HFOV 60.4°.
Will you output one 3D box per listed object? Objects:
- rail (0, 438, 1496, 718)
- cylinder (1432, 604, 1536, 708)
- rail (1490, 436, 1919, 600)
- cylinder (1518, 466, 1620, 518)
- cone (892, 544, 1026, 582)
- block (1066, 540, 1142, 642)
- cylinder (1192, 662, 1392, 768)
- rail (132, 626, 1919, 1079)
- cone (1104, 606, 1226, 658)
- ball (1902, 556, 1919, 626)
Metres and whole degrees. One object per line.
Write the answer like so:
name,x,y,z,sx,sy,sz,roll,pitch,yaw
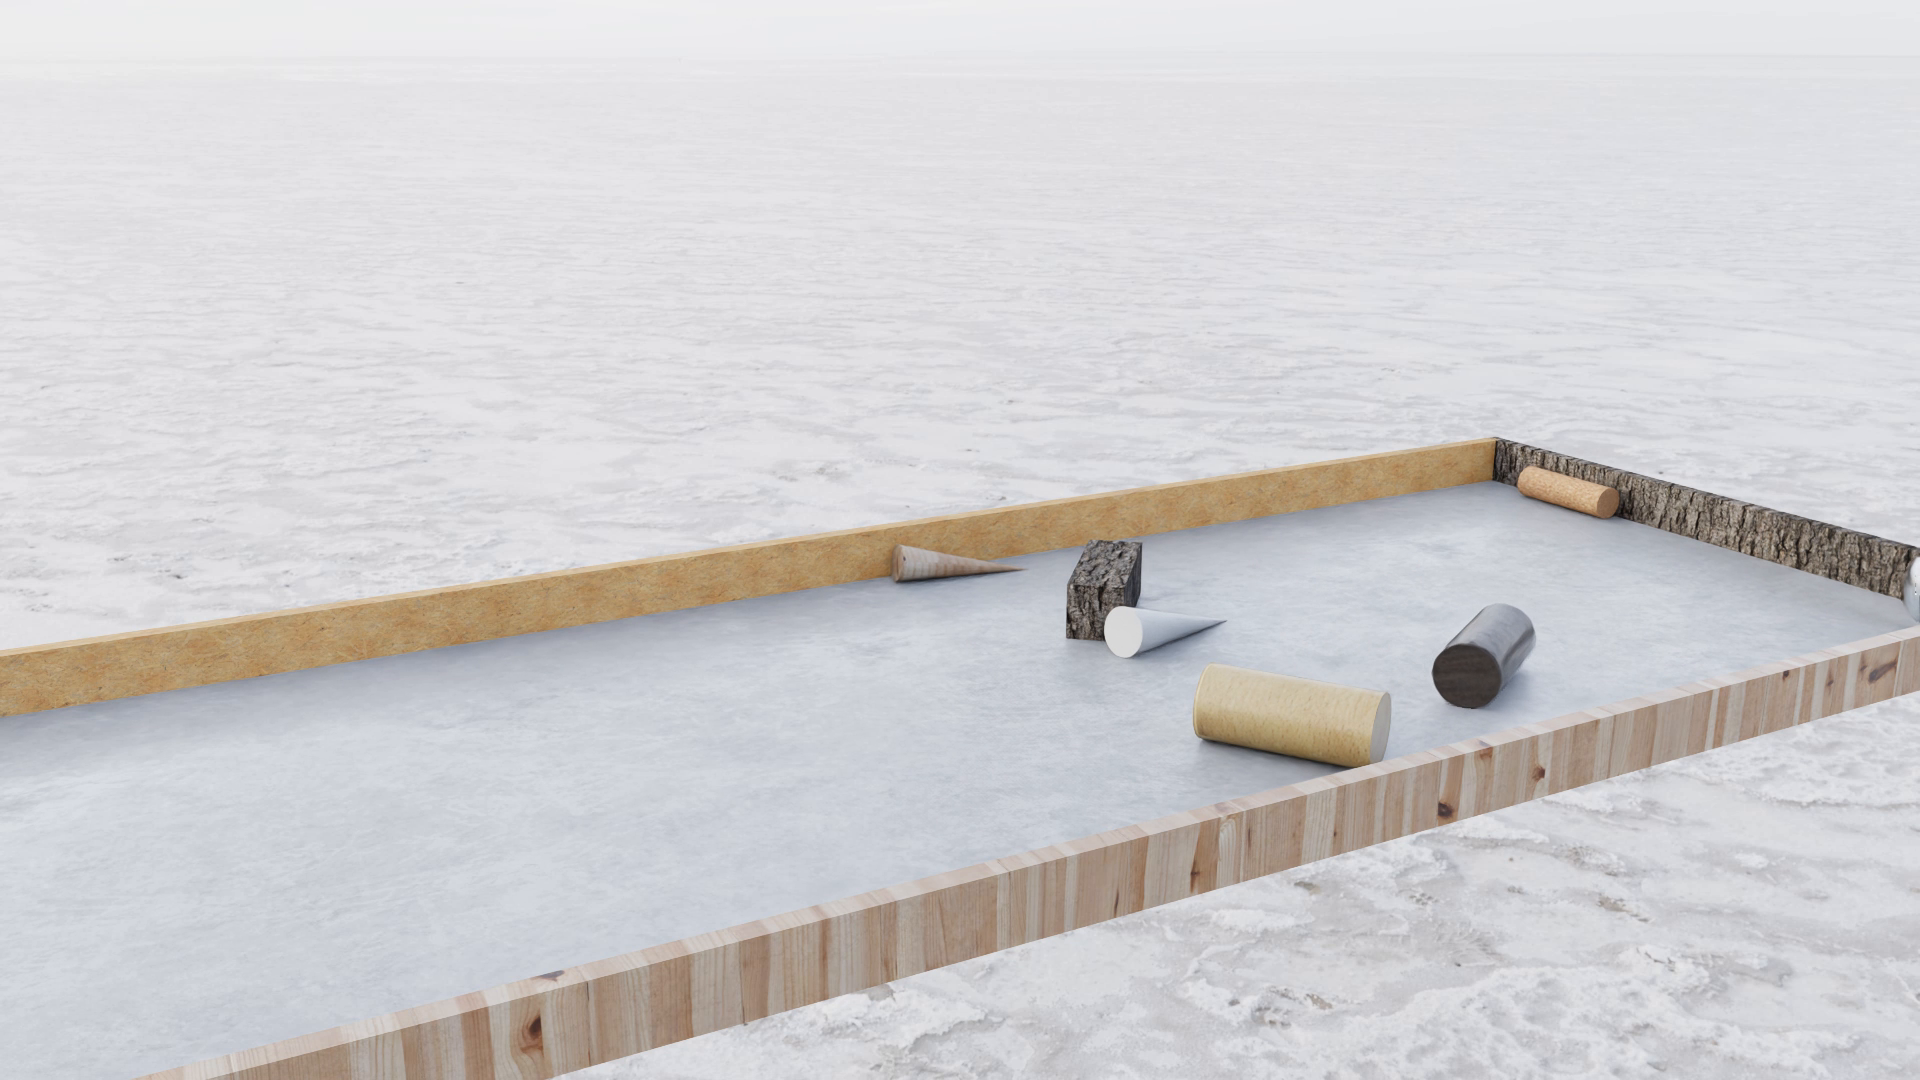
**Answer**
rail,-3.305,0.497,3.399,12.000,0.150,0.050,-9,18,-27
cylinder,1.305,0.285,4.098,0.163,0.163,0.354,10,19,30
rail,2.466,-0.048,5.253,0.050,0.150,2.100,-9,18,-27
cylinder,2.111,-0.168,5.734,0.108,0.108,0.352,-9,18,-27
cone,0.011,0.080,4.983,0.422,0.115,0.115,3,15,-18
block,0.407,0.137,4.617,0.154,0.154,0.435,4,17,12
cylinder,0.744,0.394,3.700,0.402,0.178,0.178,8,18,27
rail,-2.336,1.006,1.665,12.000,0.150,0.050,-9,18,-27
cone,0.587,0.232,4.447,0.435,0.134,0.134,-3,14,-42
ball,2.678,0.136,4.412,0.270,0.270,0.270,0,16,0
